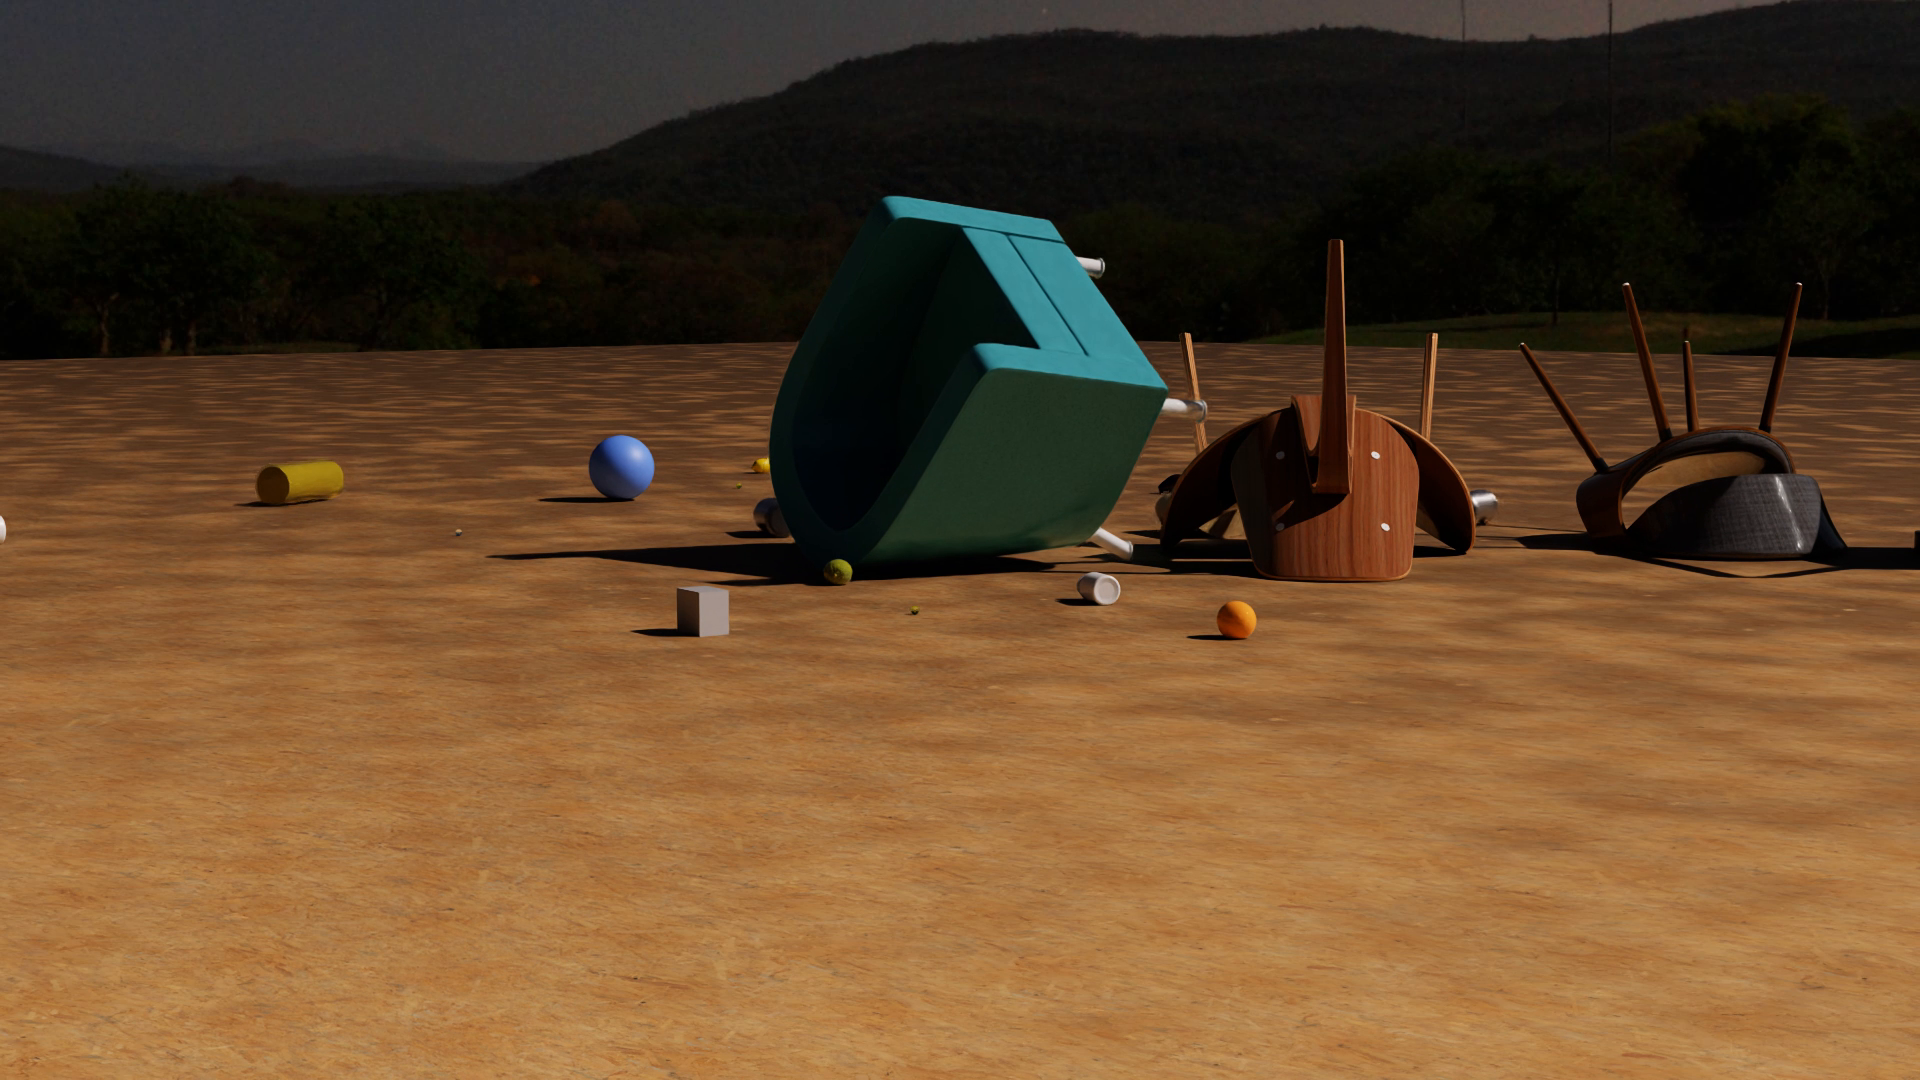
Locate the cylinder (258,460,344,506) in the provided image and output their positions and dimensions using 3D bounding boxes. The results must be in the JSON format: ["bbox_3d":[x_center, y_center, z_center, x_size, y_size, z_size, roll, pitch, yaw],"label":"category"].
[{"bbox_3d":[-1.916,-0.166,7.460,0.113,0.116,0.256,30,16,18],"label":"cylinder"}]

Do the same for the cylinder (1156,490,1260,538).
[{"bbox_3d":[0.630,-0.068,6.543,0.194,0.107,0.193,3,4,-25],"label":"cylinder"}]

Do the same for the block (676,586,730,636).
[{"bbox_3d":[-0.475,0.131,4.740,0.062,0.082,0.085,-4,7,-34],"label":"block"}]

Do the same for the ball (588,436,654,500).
[{"bbox_3d":[-0.994,-0.212,7.536,0.192,0.192,0.192,0,6,0],"label":"ball"}]

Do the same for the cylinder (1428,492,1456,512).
[{"bbox_3d":[1.350,-0.106,7.189,0.080,0.051,0.061,1,6,9],"label":"cylinder"}]
